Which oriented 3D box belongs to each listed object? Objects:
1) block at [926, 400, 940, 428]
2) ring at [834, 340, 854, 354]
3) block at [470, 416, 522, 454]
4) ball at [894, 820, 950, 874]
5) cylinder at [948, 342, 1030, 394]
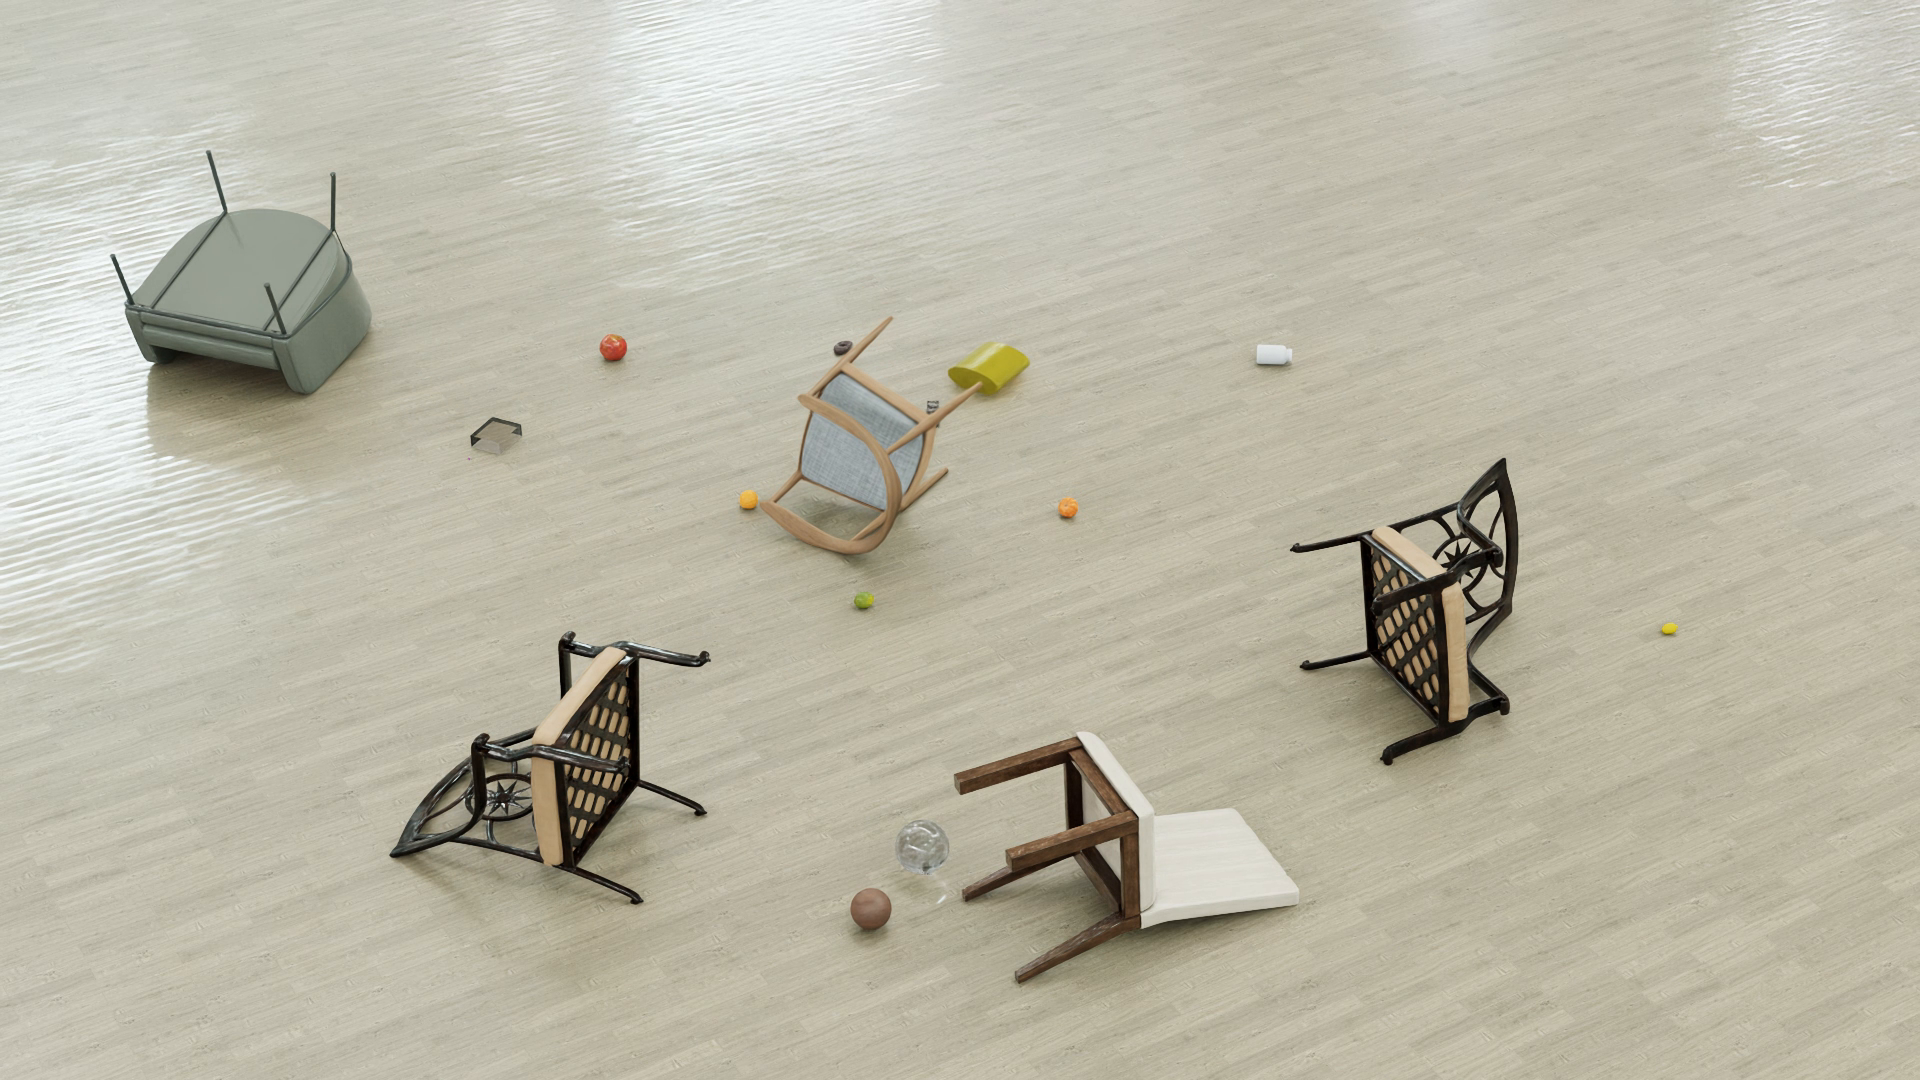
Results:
[{"bbox_3d":[-0.105,-0.499,11.632,0.047,0.076,0.086,-2,33,-3],"label":"block"},{"bbox_3d":[-0.481,-0.795,12.120,0.099,0.035,0.067,-26,40,-36],"label":"ring"},{"bbox_3d":[-1.821,-0.410,11.518,0.135,0.053,0.157,15,36,21],"label":"block"},{"bbox_3d":[-0.120,0.974,9.306,0.176,0.176,0.176,0,33,0],"label":"ball"},{"bbox_3d":[0.117,-0.700,11.915,0.242,0.100,0.247,20,38,27],"label":"cylinder"}]
